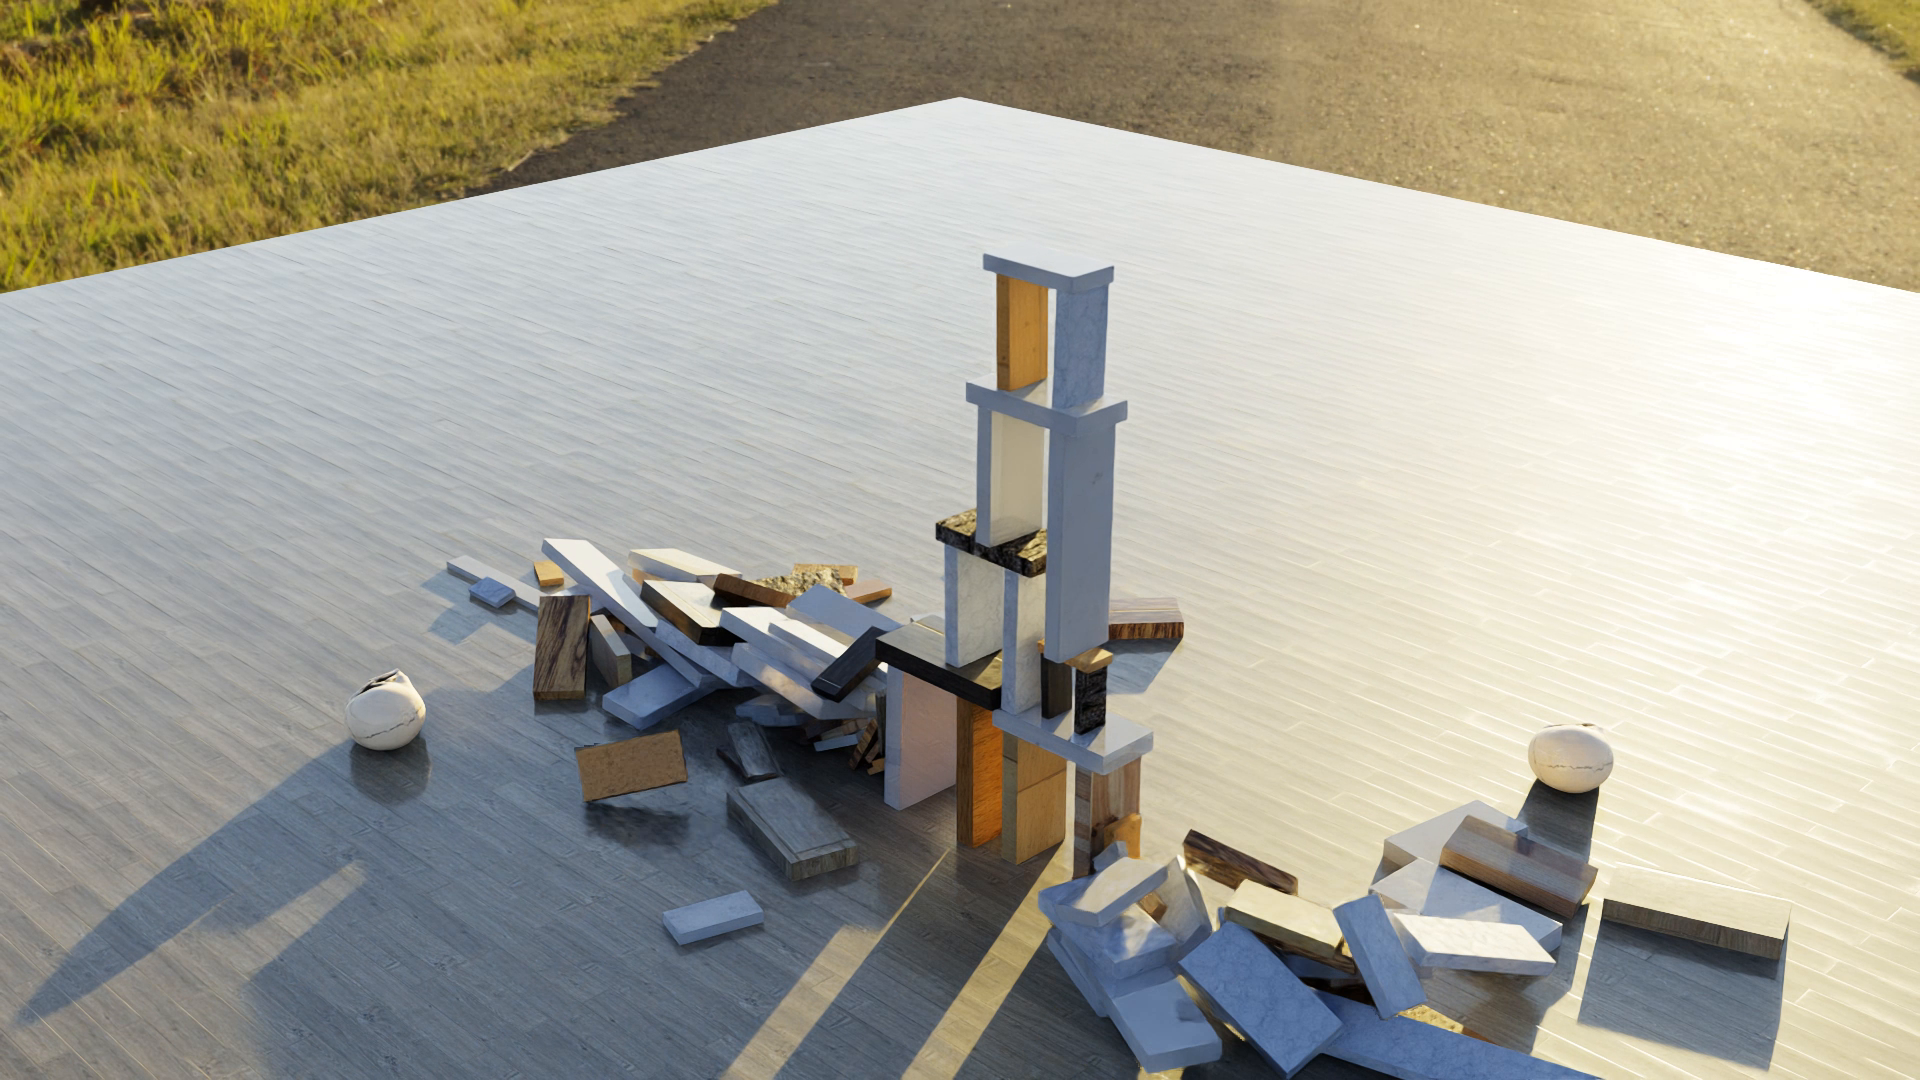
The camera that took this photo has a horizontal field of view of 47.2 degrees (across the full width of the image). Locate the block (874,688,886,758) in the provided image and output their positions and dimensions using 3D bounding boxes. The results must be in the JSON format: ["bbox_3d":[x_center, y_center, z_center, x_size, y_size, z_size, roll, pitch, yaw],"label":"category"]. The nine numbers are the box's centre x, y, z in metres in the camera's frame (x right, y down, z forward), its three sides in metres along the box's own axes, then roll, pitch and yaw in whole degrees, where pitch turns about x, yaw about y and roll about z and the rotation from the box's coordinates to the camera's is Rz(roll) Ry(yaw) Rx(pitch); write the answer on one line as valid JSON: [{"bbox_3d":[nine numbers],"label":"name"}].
[{"bbox_3d":[-0.138,0.367,4.485,0.061,0.190,0.017,-22,49,-18],"label":"block"}]

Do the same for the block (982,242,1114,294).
[{"bbox_3d":[0.153,-0.476,3.840,0.213,0.030,0.107,22,31,40],"label":"block"}]

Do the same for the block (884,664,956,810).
[{"bbox_3d":[-0.077,0.376,4.462,0.160,0.320,0.045,-21,33,-40],"label":"block"}]

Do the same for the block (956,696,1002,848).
[{"bbox_3d":[0.066,0.432,4.332,0.045,0.320,0.160,21,31,41],"label":"block"}]

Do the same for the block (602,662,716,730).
[{"bbox_3d":[-0.667,0.340,4.891,0.119,0.034,0.238,25,33,29],"label":"block"}]

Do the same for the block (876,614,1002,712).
[{"bbox_3d":[0.002,0.238,4.318,0.320,0.045,0.160,21,31,40],"label":"block"}]

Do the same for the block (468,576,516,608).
[{"bbox_3d":[-1.152,0.128,5.416,0.119,0.017,0.059,21,48,41],"label":"block"}]

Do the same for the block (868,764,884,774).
[{"bbox_3d":[-0.149,0.468,4.581,0.046,0.013,0.092,-21,-2,-40],"label":"block"}]

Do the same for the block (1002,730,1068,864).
[{"bbox_3d":[0.145,0.477,4.275,0.040,0.282,0.141,21,31,41],"label":"block"}]

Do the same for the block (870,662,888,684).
[{"bbox_3d":[-0.155,0.268,4.612,0.083,0.024,0.167,4,16,-37],"label":"block"}]

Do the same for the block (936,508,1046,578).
[{"bbox_3d":[0.086,0.001,4.132,0.125,0.035,0.250,-21,31,-40],"label":"block"}]

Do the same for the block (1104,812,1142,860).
[{"bbox_3d":[0.306,0.599,4.151,0.077,0.154,0.022,-20,30,-39],"label":"block"}]

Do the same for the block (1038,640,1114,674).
[{"bbox_3d":[0.213,0.209,4.084,0.066,0.019,0.131,-20,31,-39],"label":"block"}]

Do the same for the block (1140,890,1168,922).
[{"bbox_3d":[0.329,0.671,4.070,0.022,0.077,0.154,32,7,-23],"label":"block"}]

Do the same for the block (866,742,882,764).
[{"bbox_3d":[-0.145,0.415,4.593,0.017,0.122,0.061,49,32,22],"label":"block"}]

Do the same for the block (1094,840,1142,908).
[{"bbox_3d":[0.292,0.642,4.057,0.022,0.077,0.154,11,50,-32],"label":"block"}]

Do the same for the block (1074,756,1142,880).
[{"bbox_3d":[0.278,0.529,4.153,0.141,0.282,0.040,-21,31,-41],"label":"block"}]

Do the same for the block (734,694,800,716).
[{"bbox_3d":[-0.410,0.360,4.795,0.083,0.024,0.166,-20,8,-38],"label":"block"}]

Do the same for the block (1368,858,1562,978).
[{"bbox_3d":[0.930,0.695,4.065,0.158,0.045,0.317,-20,30,-39],"label":"block"}]

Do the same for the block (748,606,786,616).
[{"bbox_3d":[-0.360,0.197,5.030,0.234,0.117,0.033,4,65,10],"label":"block"}]

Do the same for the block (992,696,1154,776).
[{"bbox_3d":[0.212,0.355,4.151,0.282,0.040,0.141,21,31,40],"label":"block"}]

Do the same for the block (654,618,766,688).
[{"bbox_3d":[-0.529,0.249,4.924,0.156,0.044,0.311,1,18,-44],"label":"block"}]

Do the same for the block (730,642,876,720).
[{"bbox_3d":[-0.334,0.300,4.717,0.156,0.044,0.329,2,18,-42],"label":"block"}]

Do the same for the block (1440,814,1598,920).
[{"bbox_3d":[1.065,0.620,4.191,0.265,0.038,0.133,22,34,25],"label":"block"}]

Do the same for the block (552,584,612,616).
[{"bbox_3d":[-0.889,0.152,5.192,0.113,0.032,0.226,21,16,14],"label":"block"}]

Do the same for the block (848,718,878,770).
[{"bbox_3d":[-0.176,0.417,4.597,0.076,0.151,0.021,-21,61,-41],"label":"block"}]

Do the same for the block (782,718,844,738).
[{"bbox_3d":[-0.314,0.397,4.686,0.083,0.024,0.167,-20,3,-21],"label":"block"}]

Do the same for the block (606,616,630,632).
[{"bbox_3d":[-0.843,0.191,5.247,0.115,0.016,0.058,14,10,10],"label":"block"}]

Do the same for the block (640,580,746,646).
[{"bbox_3d":[-0.591,0.167,5.008,0.156,0.044,0.311,4,16,-35],"label":"block"}]

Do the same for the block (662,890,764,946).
[{"bbox_3d":[-0.458,0.700,4.081,0.166,0.024,0.083,-12,26,-26],"label":"block"}]

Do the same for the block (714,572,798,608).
[{"bbox_3d":[-0.433,0.162,5.134,0.275,0.138,0.039,17,66,11],"label":"block"}]

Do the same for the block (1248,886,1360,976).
[{"bbox_3d":[0.608,0.677,3.819,0.238,0.034,0.119,15,26,35],"label":"block"}]

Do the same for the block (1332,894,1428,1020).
[{"bbox_3d":[0.709,0.702,3.716,0.099,0.028,0.197,-6,66,-44],"label":"block"}]

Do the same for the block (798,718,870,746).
[{"bbox_3d":[-0.271,0.406,4.688,0.076,0.021,0.151,-22,3,-44],"label":"block"}]

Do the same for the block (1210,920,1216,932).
[{"bbox_3d":[0.534,0.718,4.031,0.204,0.029,0.102,-14,26,-29],"label":"block"}]

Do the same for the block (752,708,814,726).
[{"bbox_3d":[-0.371,0.378,4.764,0.083,0.024,0.166,-20,9,-39],"label":"block"}]

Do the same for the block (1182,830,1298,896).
[{"bbox_3d":[0.507,0.602,3.982,0.212,0.106,0.030,23,63,22],"label":"block"}]

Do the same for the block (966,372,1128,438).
[{"bbox_3d":[0.154,-0.250,3.942,0.269,0.038,0.135,21,31,40],"label":"block"}]

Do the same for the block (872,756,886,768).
[{"bbox_3d":[-0.138,0.448,4.550,0.046,0.013,0.092,-21,-2,-41],"label":"block"}]

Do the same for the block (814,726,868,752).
[{"bbox_3d":[-0.236,0.418,4.662,0.076,0.021,0.151,-21,3,-41],"label":"block"}]

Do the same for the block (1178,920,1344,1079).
[{"bbox_3d":[0.506,0.771,3.707,0.131,0.037,0.262,-35,59,-19],"label":"block"}]

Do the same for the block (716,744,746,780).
[{"bbox_3d":[-0.450,0.464,4.641,0.070,0.020,0.140,-14,27,-30],"label":"block"}]

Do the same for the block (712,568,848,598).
[{"bbox_3d":[-0.455,0.150,5.316,0.351,0.050,0.175,-8,24,-9],"label":"block"}]
